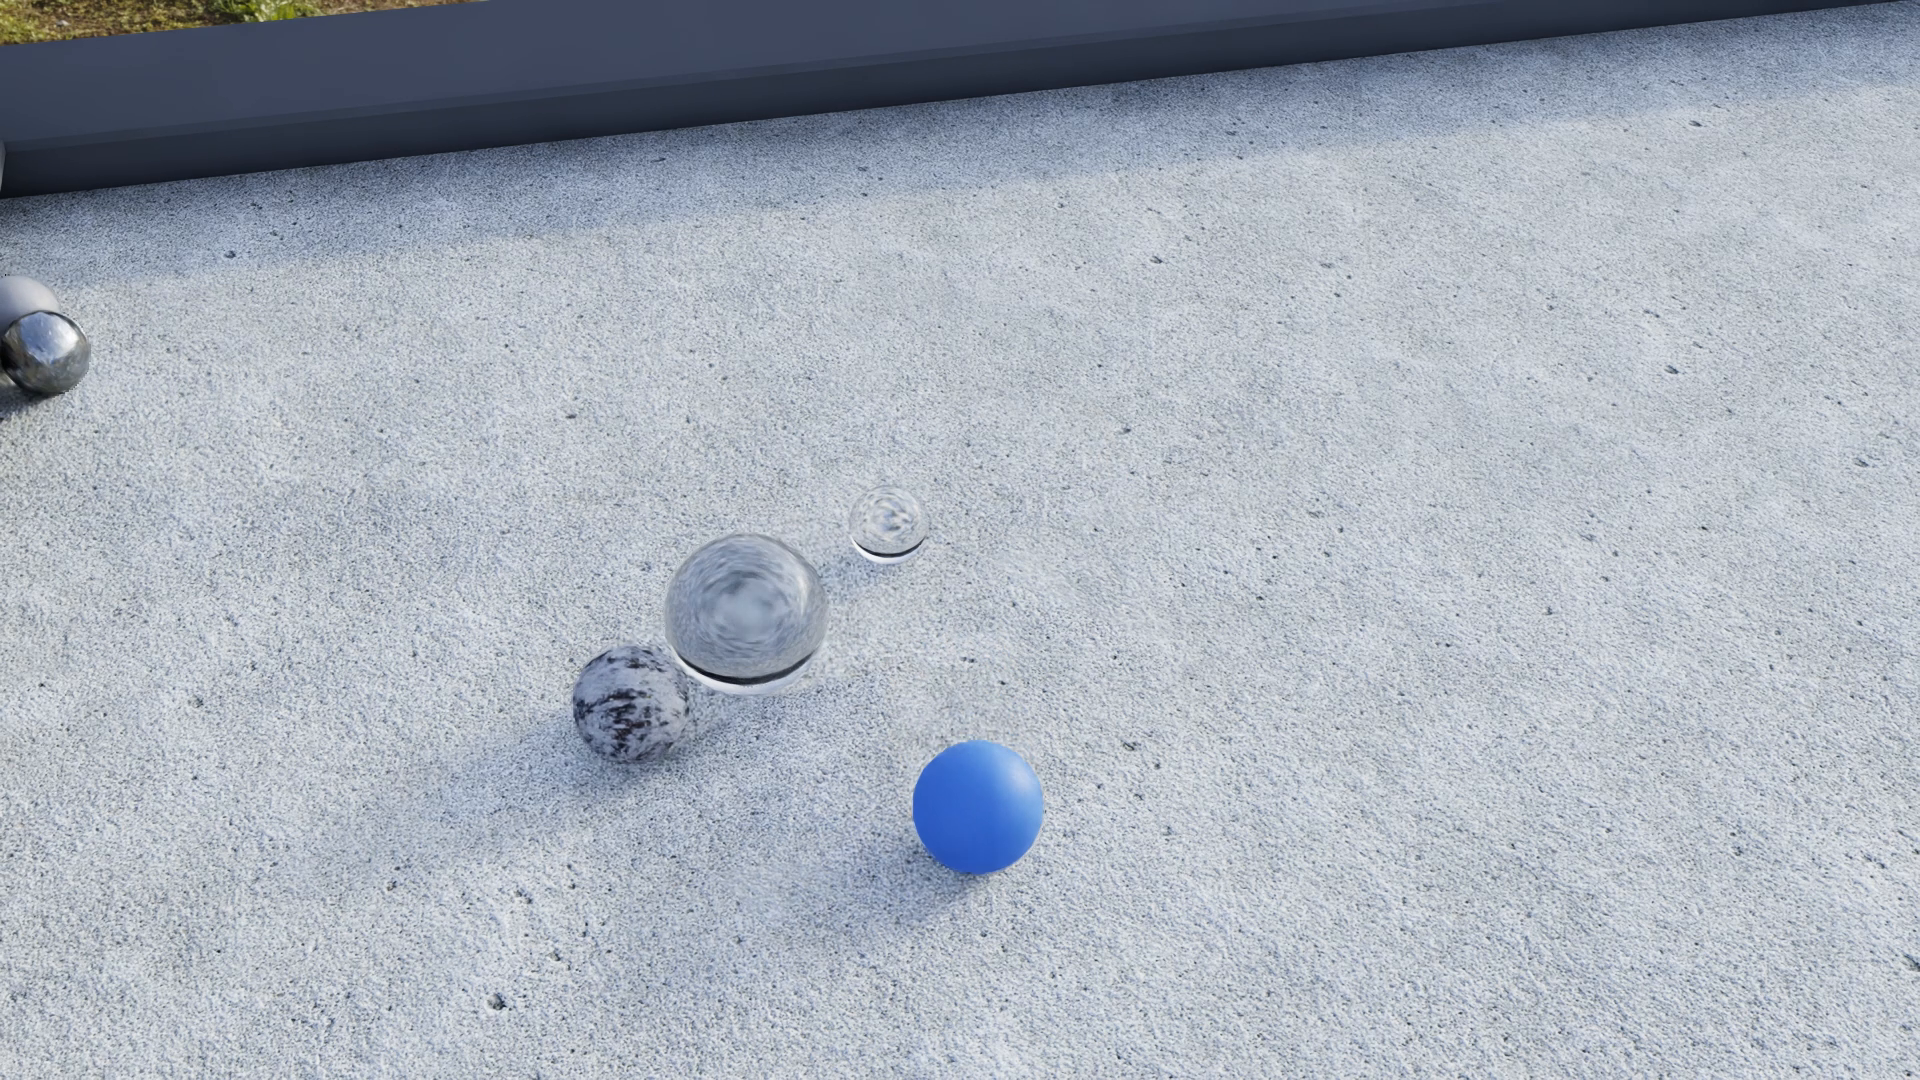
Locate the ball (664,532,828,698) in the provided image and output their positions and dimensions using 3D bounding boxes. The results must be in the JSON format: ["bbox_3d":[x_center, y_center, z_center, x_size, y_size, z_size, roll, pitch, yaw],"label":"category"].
[{"bbox_3d":[-0.128,0.045,1.541,0.099,0.099,0.099,0,36,0],"label":"ball"}]

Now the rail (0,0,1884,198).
[{"bbox_3d":[0.492,-0.490,2.260,2.646,0.129,0.045,-8,36,-11],"label":"rail"}]

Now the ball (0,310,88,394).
[{"bbox_3d":[-0.651,-0.133,1.823,0.060,0.060,0.060,0,36,0],"label":"ball"}]

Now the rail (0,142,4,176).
[{"bbox_3d":[-0.621,0.061,1.492,0.045,0.129,1.377,-8,36,-11],"label":"rail"}]

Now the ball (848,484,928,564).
[{"bbox_3d":[-0.046,-0.010,1.658,0.052,0.052,0.052,0,36,0],"label":"ball"}]

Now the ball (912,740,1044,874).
[{"bbox_3d":[0.010,0.148,1.420,0.073,0.073,0.073,0,36,0],"label":"ball"}]

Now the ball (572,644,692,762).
[{"bbox_3d":[-0.191,0.096,1.497,0.069,0.069,0.069,0,36,0],"label":"ball"}]

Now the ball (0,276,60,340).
[{"bbox_3d":[-0.685,-0.163,1.865,0.059,0.059,0.059,0,36,0],"label":"ball"}]
